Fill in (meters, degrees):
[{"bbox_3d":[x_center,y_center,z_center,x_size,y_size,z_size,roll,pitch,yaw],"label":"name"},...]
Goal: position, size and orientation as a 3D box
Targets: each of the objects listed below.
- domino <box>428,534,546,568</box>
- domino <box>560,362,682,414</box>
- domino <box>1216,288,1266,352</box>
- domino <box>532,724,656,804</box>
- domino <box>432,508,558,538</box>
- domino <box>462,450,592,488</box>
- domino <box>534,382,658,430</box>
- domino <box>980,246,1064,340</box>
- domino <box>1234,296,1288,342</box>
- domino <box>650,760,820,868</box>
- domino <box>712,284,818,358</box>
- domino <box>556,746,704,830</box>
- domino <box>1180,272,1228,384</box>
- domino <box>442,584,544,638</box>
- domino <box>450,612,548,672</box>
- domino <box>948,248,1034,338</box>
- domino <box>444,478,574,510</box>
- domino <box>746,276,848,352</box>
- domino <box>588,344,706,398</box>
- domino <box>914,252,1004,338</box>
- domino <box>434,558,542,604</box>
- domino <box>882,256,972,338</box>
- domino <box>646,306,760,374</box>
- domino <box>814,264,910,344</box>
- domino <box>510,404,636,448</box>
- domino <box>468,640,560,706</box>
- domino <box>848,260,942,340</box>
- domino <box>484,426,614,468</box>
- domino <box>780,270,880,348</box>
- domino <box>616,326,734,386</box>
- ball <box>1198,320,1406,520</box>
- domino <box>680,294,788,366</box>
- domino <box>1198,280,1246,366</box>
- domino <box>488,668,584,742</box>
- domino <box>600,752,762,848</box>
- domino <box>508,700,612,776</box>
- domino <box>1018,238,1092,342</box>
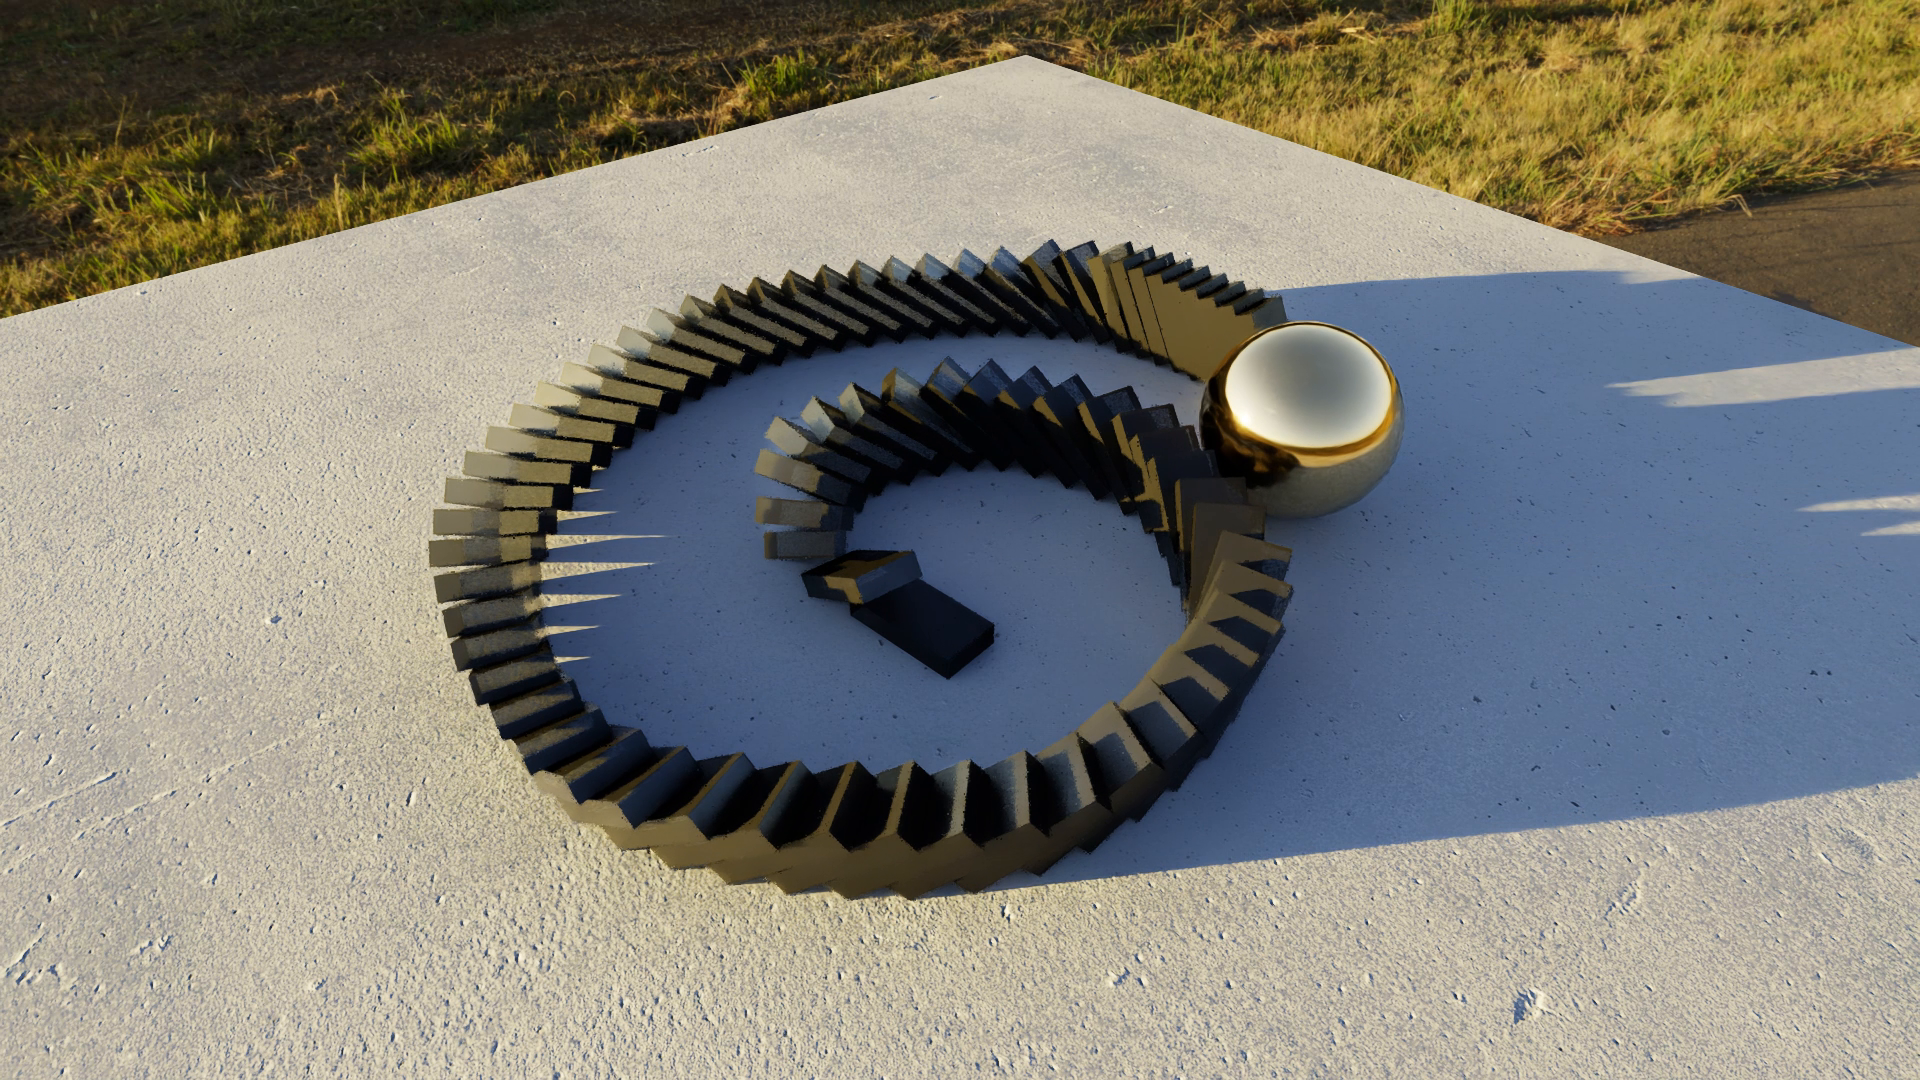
[{"bbox_3d":[-0.178,0.004,0.417,0.025,0.010,0.050,-2,2,-3],"label":"domino"},{"bbox_3d":[-0.155,-0.070,0.507,0.025,0.009,0.050,23,9,26],"label":"domino"},{"bbox_3d":[0.140,-0.092,0.524,0.025,0.050,0.010,-32,21,-33],"label":"domino"},{"bbox_3d":[-0.115,0.068,0.338,0.025,0.010,0.050,-32,12,-32],"label":"domino"},{"bbox_3d":[-0.180,-0.007,0.430,0.025,0.010,0.050,2,2,3],"label":"domino"},{"bbox_3d":[-0.178,-0.029,0.457,0.025,0.009,0.050,11,4,14],"label":"domino"},{"bbox_3d":[-0.163,-0.060,0.495,0.025,0.010,0.050,20,7,23],"label":"domino"},{"bbox_3d":[0.035,-0.131,0.580,0.050,0.010,0.025,38,39,-14],"label":"domino"},{"bbox_3d":[0.147,-0.086,0.518,0.025,0.050,0.010,-32,21,-33],"label":"domino"},{"bbox_3d":[-0.066,0.081,0.323,0.050,0.009,0.025,-20,25,37],"label":"domino"},{"bbox_3d":[-0.098,-0.111,0.556,0.050,0.009,0.025,20,24,-38],"label":"domino"},{"bbox_3d":[-0.100,0.074,0.331,0.025,0.009,0.050,-38,15,-37],"label":"domino"},{"bbox_3d":[0.125,-0.102,0.537,0.025,0.050,0.010,-32,21,-33],"label":"domino"},{"bbox_3d":[-0.165,0.025,0.391,0.025,0.009,0.050,-12,5,-14],"label":"domino"},{"bbox_3d":[-0.158,0.034,0.379,0.025,0.009,0.050,-14,5,-17],"label":"domino"},{"bbox_3d":[0.018,-0.131,0.581,0.050,0.009,0.025,34,37,-17],"label":"domino"},{"bbox_3d":[-0.181,-0.018,0.444,0.025,0.010,0.050,8,3,10],"label":"domino"},{"bbox_3d":[-0.083,-0.115,0.562,0.050,0.010,0.025,21,26,-36],"label":"domino"},{"bbox_3d":[-0.147,-0.079,0.518,0.025,0.009,0.050,27,10,29],"label":"domino"},{"bbox_3d":[0.000,-0.129,0.580,0.050,0.009,0.025,29,34,-22],"label":"domino"},{"bbox_3d":[-0.172,0.015,0.404,0.025,0.009,0.050,-8,3,-9],"label":"domino"},{"bbox_3d":[-0.017,-0.128,0.578,0.050,0.010,0.025,27,32,-25],"label":"domino"},{"bbox_3d":[-0.126,-0.097,0.540,0.050,0.010,0.025,15,20,-47],"label":"domino"},{"bbox_3d":[-0.051,-0.123,0.571,0.050,0.009,0.025,23,29,-31],"label":"domino"},{"bbox_3d":[-0.169,-0.050,0.482,0.025,0.010,0.050,17,6,19],"label":"domino"},{"bbox_3d":[-0.149,0.044,0.368,0.025,0.009,0.050,-18,6,-21],"label":"domino"},{"bbox_3d":[-0.034,-0.126,0.575,0.050,0.010,0.025,25,30,-28],"label":"domino"},{"bbox_3d":[-0.174,-0.040,0.470,0.025,0.009,0.050,14,5,17],"label":"domino"},{"bbox_3d":[-0.067,-0.119,0.567,0.050,0.009,0.025,22,27,-33],"label":"domino"},{"bbox_3d":[-0.137,-0.088,0.529,0.025,0.010,0.050,32,13,33],"label":"domino"},{"bbox_3d":[0.138,-0.048,0.447,0.080,0.080,0.080,0,39,0],"label":"ball"},{"bbox_3d":[-0.113,-0.105,0.549,0.050,0.010,0.025,17,22,-42],"label":"domino"},{"bbox_3d":[0.132,-0.096,0.530,0.025,0.050,0.009,-32,21,-33],"label":"domino"},{"bbox_3d":[-0.139,0.052,0.357,0.025,0.010,0.050,-22,7,-24],"label":"domino"},{"bbox_3d":[-0.083,0.078,0.326,0.050,0.009,0.025,-19,22,43],"label":"domino"},{"bbox_3d":[-0.128,0.061,0.347,0.025,0.009,0.050,-25,9,-26],"label":"domino"},{"bbox_3d":[0.055,-0.131,0.578,0.050,0.010,0.025,52,47,-9],"label":"domino"}]
